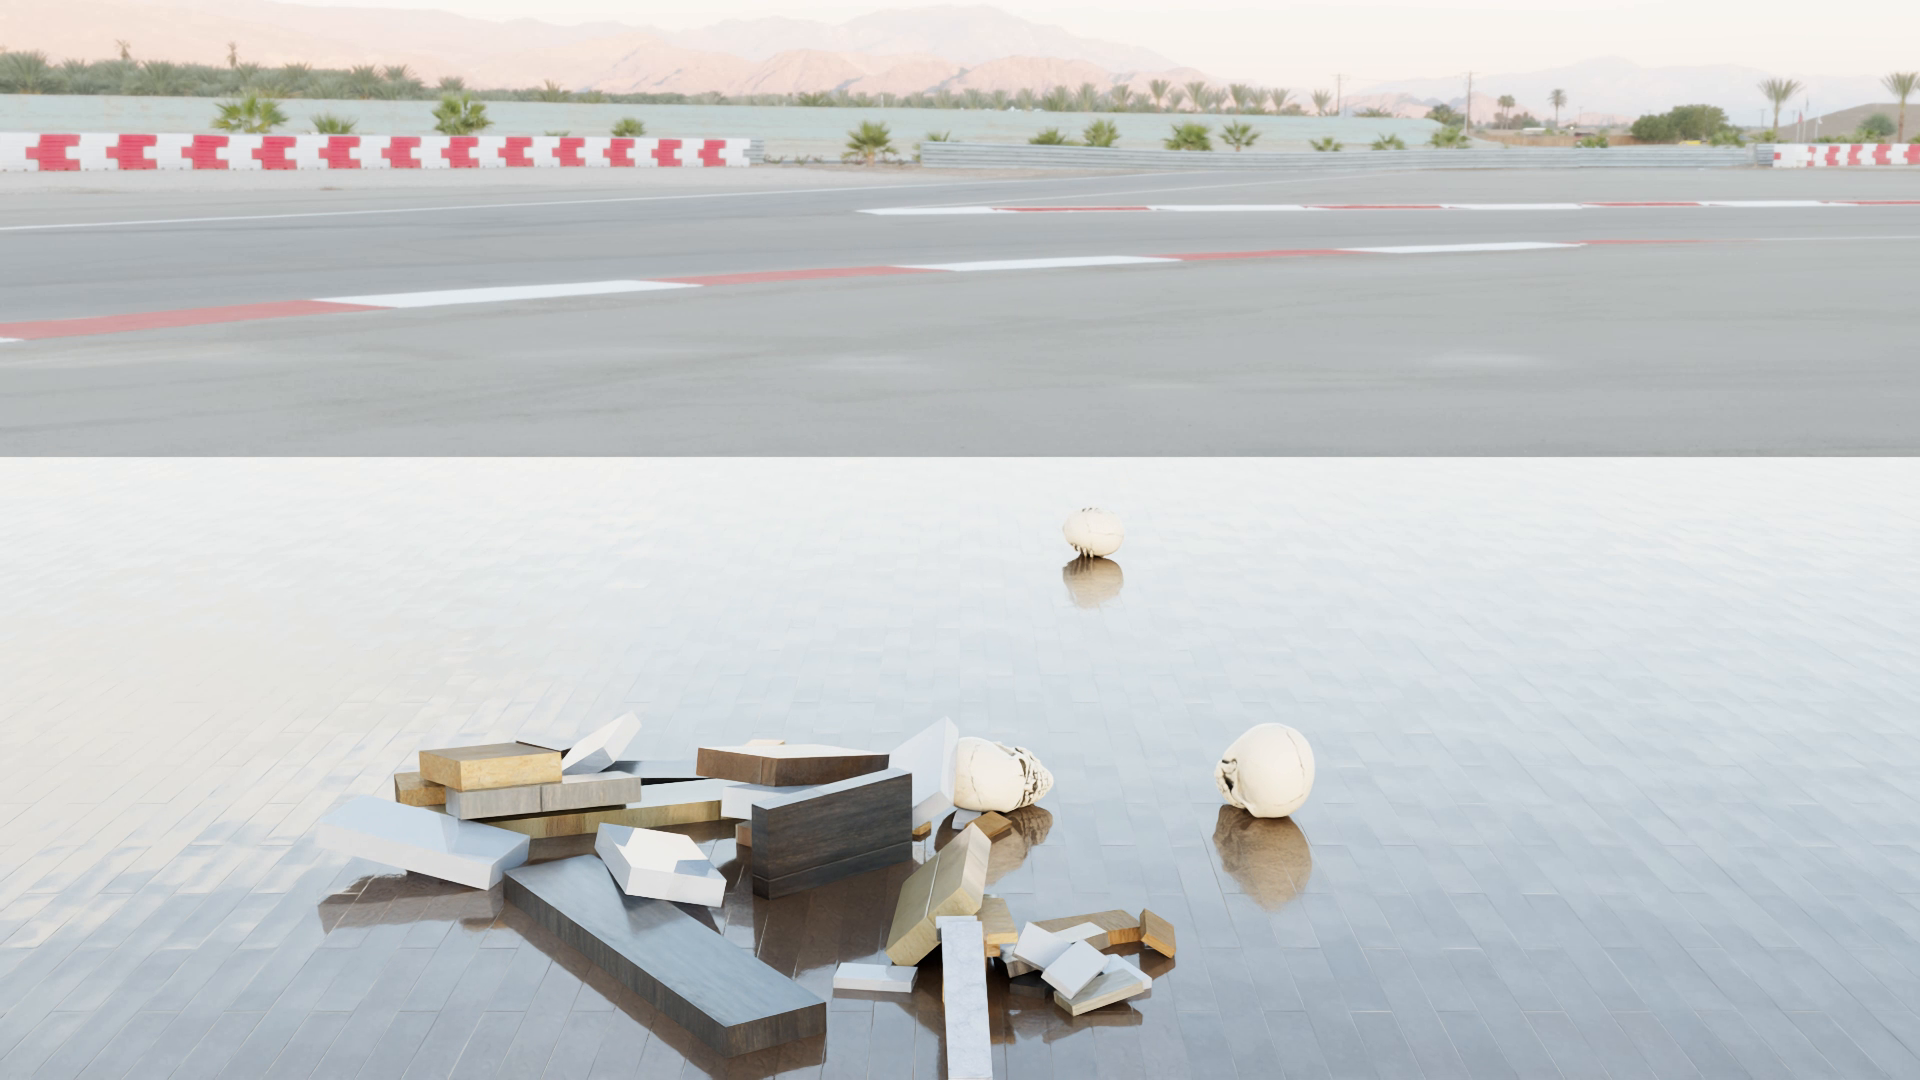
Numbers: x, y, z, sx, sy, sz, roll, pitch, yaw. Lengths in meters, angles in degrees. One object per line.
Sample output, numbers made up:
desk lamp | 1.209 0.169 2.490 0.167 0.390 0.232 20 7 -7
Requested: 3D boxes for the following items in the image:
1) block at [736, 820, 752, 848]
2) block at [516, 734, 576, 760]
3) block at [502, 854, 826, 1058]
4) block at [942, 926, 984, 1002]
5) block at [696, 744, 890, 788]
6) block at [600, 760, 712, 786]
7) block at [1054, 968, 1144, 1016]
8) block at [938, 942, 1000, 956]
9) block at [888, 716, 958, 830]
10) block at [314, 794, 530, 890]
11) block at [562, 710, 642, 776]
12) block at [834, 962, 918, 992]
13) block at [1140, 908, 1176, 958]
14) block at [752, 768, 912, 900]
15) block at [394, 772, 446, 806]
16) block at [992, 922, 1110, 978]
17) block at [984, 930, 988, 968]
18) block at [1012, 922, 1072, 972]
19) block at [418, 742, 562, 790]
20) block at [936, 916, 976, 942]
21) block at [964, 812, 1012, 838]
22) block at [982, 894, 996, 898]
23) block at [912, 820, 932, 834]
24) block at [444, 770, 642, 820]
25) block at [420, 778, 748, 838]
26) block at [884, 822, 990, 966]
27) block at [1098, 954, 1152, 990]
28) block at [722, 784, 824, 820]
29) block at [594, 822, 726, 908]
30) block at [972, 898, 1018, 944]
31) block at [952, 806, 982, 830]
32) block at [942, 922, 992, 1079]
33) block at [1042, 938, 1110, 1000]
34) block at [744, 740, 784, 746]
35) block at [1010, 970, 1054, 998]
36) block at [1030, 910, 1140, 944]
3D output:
block | -0.273 0.531 3.895 0.237 0.034 0.118 9 14 41
block | -0.842 0.424 4.514 0.132 0.019 0.066 8 13 36
block | -0.473 0.622 3.374 0.160 0.045 0.780 -7 13 -33
block | 0.005 0.616 3.198 0.059 0.119 0.017 0 22 -1
block | -0.306 0.418 4.096 0.180 0.051 0.360 4 -1 33
block | -0.539 0.461 4.273 0.340 0.034 0.118 0 11 -1
block | 0.202 0.659 3.206 0.117 0.017 0.058 -14 15 -22
block | 0.011 0.616 3.365 0.081 0.023 0.163 -1 -3 -6
block | -0.072 0.435 4.028 0.135 0.038 0.269 -34 19 16
block | -0.923 0.518 3.785 0.320 0.045 0.160 12 13 10
block | -0.717 0.417 4.317 0.135 0.038 0.269 -31 7 8
block | -0.126 0.653 3.284 0.117 0.017 0.059 2 11 9
block | 0.308 0.613 3.431 0.054 0.015 0.109 31 11 -3
block | -0.214 0.497 3.740 0.314 0.157 0.044 -9 14 -41
block | -0.960 0.470 4.225 0.237 0.034 0.118 -4 11 -19
block | 0.137 0.619 3.327 0.163 0.023 0.081 -15 5 -14
block | 0.010 0.615 3.243 0.059 0.119 0.017 0 47 0
block | 0.137 0.617 3.269 0.109 0.054 0.015 27 -32 1
block | -0.873 0.417 4.070 0.180 0.051 0.360 -3 -1 -25
block | -0.005 0.573 3.244 0.059 0.017 0.119 -1 -20 0
block | 0.051 0.518 3.986 0.045 0.013 0.091 26 22 27
block | 0.026 0.576 3.417 0.057 0.016 0.113 0 9 2
block | -0.103 0.520 4.013 0.091 0.013 0.045 5 12 26
block | -0.749 0.457 3.950 0.320 0.045 0.160 -3 -1 -22
block | -0.688 0.500 4.047 0.665 0.038 0.135 -4 11 -19
block | -0.031 0.558 3.459 0.157 0.044 0.314 -42 5 10
block | 0.237 0.651 3.301 0.054 0.015 0.109 -5 12 -25
block | -0.266 0.470 3.965 0.180 0.051 0.360 4 -1 21
block | -0.502 0.539 3.662 0.157 0.044 0.314 12 2 -19
block | 0.049 0.575 3.323 0.054 0.015 0.165 -1 9 -6
block | 0.014 0.512 4.042 0.045 0.013 0.091 6 11 5
block | 0.008 0.638 3.046 0.058 0.017 0.292 0 34 -3
block | 0.170 0.628 3.223 0.054 0.015 0.109 35 32 18
block | -0.398 0.419 4.394 0.066 0.019 0.132 1 4 9
block | 0.120 0.654 3.282 0.054 0.015 0.109 4 11 22
block | 0.200 0.616 3.464 0.163 0.023 0.081 -4 11 -22
